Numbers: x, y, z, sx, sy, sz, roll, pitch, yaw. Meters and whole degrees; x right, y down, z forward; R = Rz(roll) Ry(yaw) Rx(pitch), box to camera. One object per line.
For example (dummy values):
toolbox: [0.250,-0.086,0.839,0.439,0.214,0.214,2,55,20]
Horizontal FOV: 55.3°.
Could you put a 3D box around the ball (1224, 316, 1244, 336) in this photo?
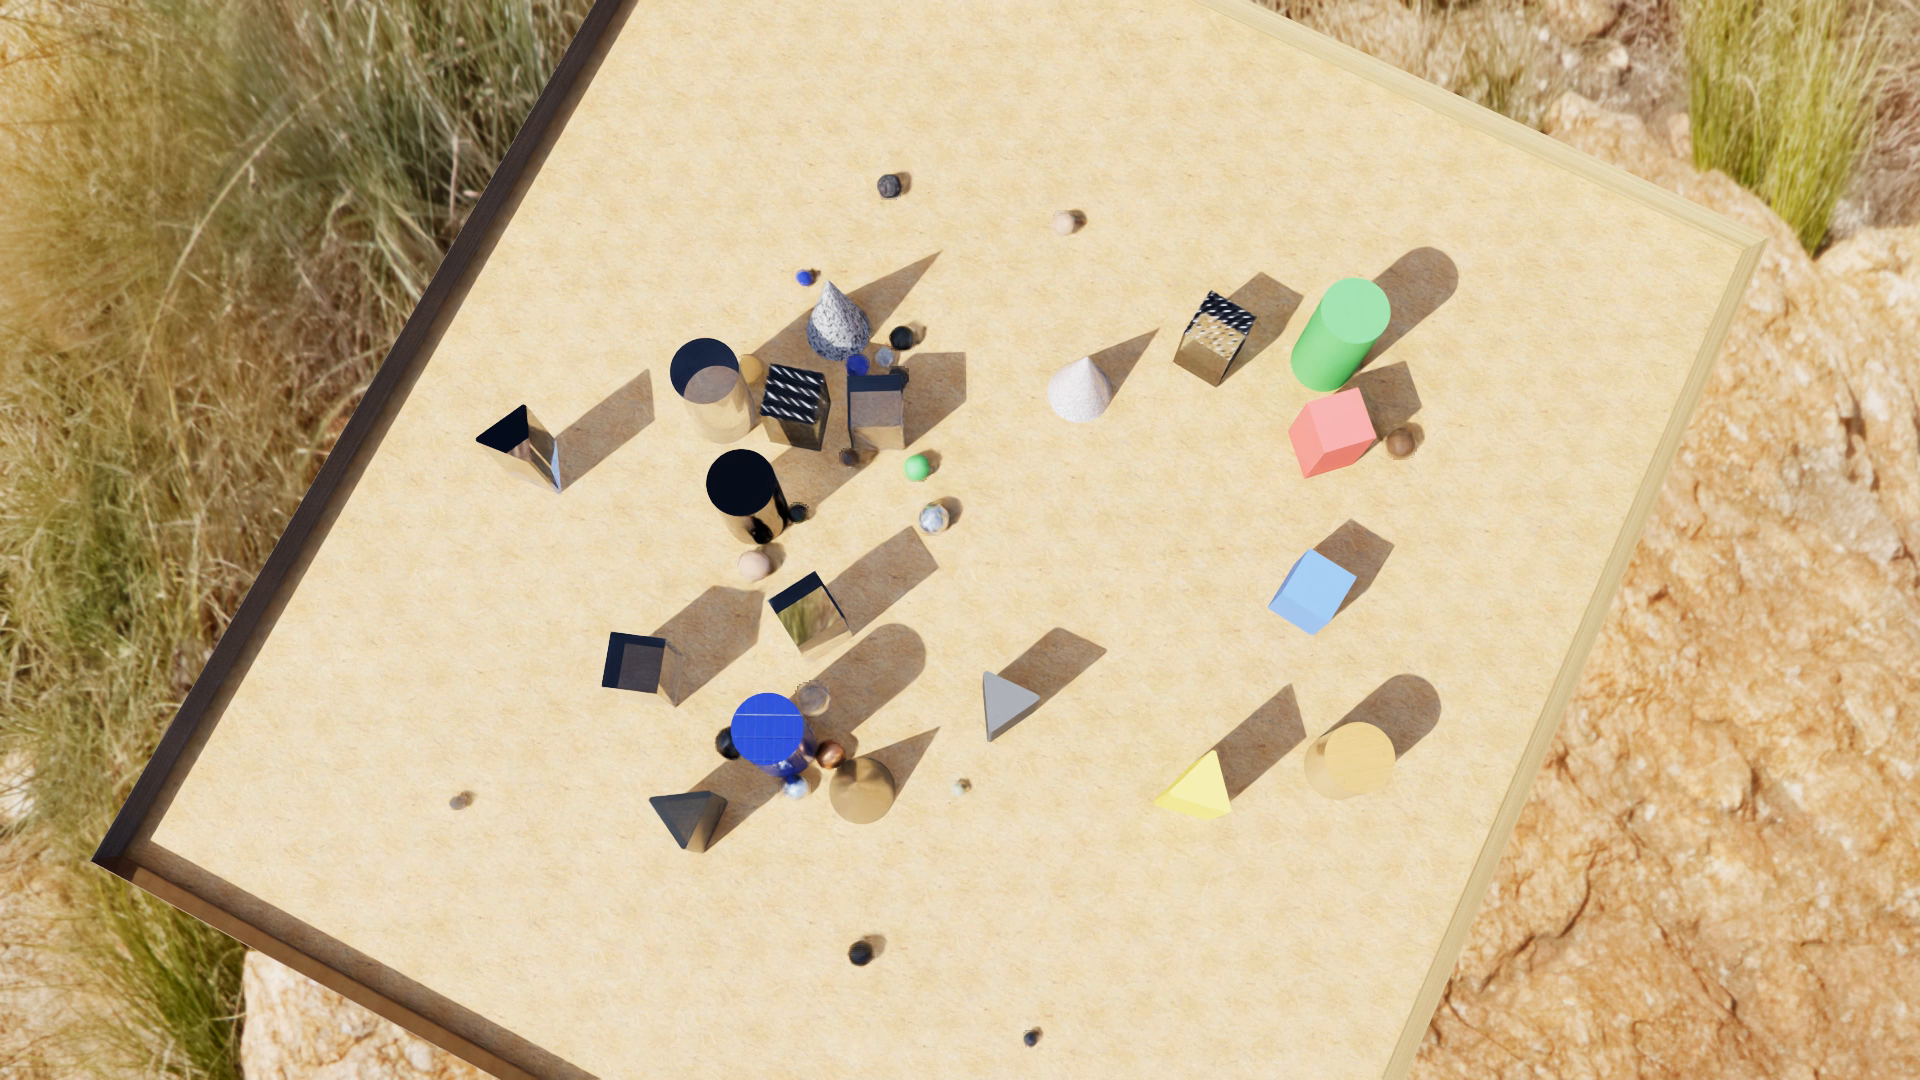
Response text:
ball: [0.854,-0.667,5.723,0.063,0.063,0.063,0,78,0]

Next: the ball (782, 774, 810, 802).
ball: [-0.486,0.735,5.424,0.080,0.080,0.080,0,78,0]

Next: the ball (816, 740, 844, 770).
ball: [-0.386,0.639,5.440,0.086,0.086,0.086,0,78,0]

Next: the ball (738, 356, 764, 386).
ball: [-0.654,-0.525,5.680,0.089,0.089,0.089,0,78,0]

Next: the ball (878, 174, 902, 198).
ball: [-0.223,-1.122,5.808,0.079,0.079,0.079,0,78,0]

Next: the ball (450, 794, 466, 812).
ball: [-1.489,0.780,5.431,0.048,0.048,0.048,0,78,0]

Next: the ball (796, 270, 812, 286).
ball: [-0.488,-0.821,5.761,0.050,0.050,0.050,0,78,0]

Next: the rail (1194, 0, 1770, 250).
rail: [0.874,-1.704,5.902,3.643,0.130,0.045,26,80,5]

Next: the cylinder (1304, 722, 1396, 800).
cylinder: [1.127,0.645,5.321,0.200,0.317,0.200,0,78,0]

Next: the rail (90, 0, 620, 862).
rail: [-1.608,-0.780,5.711,0.045,0.130,3.955,26,80,5]

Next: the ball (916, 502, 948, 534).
ball: [-0.083,-0.065,5.580,0.097,0.097,0.097,0,78,0]

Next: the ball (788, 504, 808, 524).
ball: [-0.495,-0.079,5.602,0.060,0.060,0.060,0,78,0]

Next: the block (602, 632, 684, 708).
block: [-0.924,0.383,5.360,0.160,0.347,0.160,7,78,2]

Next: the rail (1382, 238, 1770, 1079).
rail: [1.608,0.794,5.385,0.045,0.130,3.955,26,80,5]

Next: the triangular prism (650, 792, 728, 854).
triangular prism: [-0.753,0.781,5.266,0.150,0.370,0.173,-35,80,-7]

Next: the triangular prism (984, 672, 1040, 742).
triangular prism: [0.114,0.466,5.360,0.173,0.314,0.150,-34,80,-7]

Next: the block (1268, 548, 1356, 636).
block: [1.044,0.157,5.453,0.160,0.257,0.160,32,80,6]

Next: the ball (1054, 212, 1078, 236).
ball: [0.332,-0.998,5.784,0.076,0.076,0.076,0,78,0]

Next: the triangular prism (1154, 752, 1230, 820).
triangular prism: [0.681,0.695,5.257,0.173,0.423,0.150,16,79,3]

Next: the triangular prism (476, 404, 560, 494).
triangular prism: [-1.283,-0.283,5.468,0.173,0.405,0.150,22,79,4]

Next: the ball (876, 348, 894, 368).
ball: [-0.236,-0.566,5.705,0.057,0.057,0.057,0,78,0]

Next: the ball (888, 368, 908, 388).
ball: [-0.192,-0.502,5.686,0.067,0.067,0.067,0,78,0]

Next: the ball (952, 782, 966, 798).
ball: [-0.005,0.742,5.441,0.043,0.043,0.043,0,78,0]

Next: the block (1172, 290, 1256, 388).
block: [0.775,-0.611,5.595,0.160,0.289,0.160,32,80,6]

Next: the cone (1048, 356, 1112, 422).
cone: [0.372,-0.499,5.531,0.200,0.371,0.200,0,78,0]

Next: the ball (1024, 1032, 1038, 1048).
ball: [0.204,1.444,5.296,0.043,0.043,0.043,0,78,0]

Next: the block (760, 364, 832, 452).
block: [-0.495,-0.397,5.538,0.160,0.314,0.160,11,79,2]

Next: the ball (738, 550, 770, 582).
ball: [-0.624,0.077,5.551,0.098,0.098,0.098,0,78,0]

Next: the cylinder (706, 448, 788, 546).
cylinder: [-0.626,-0.123,5.434,0.200,0.408,0.200,0,78,0]

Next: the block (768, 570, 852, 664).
block: [-0.436,0.233,5.376,0.160,0.378,0.160,-32,80,-6]

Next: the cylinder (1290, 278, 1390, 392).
cylinder: [1.134,-0.609,5.493,0.200,0.490,0.200,0,78,0]

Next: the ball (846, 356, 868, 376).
ball: [-0.319,-0.538,5.692,0.071,0.071,0.071,0,78,0]

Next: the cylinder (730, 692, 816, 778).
cylinder: [-0.529,0.565,5.259,0.200,0.472,0.200,0,78,0]

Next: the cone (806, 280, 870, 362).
cone: [-0.382,-0.705,5.519,0.200,0.477,0.200,0,78,0]

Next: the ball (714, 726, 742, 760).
ball: [-0.679,0.601,5.442,0.099,0.099,0.099,0,78,0]

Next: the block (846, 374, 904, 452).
block: [-0.254,-0.383,5.554,0.160,0.278,0.160,-1,78,0]

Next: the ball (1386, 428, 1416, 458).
ball: [1.355,-0.297,5.632,0.092,0.092,0.092,0,78,0]

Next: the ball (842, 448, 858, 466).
ball: [-0.338,-0.253,5.641,0.055,0.055,0.055,0,78,0]

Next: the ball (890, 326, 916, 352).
ball: [-0.180,-0.629,5.705,0.081,0.081,0.081,0,78,0]

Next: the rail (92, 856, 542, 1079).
rail: [-0.874,1.718,5.194,3.643,0.130,0.045,26,80,5]

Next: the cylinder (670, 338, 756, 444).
cylinder: [-0.733,-0.440,5.478,0.200,0.450,0.200,0,78,0]

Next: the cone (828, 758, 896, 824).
cone: [-0.291,0.712,5.296,0.200,0.340,0.200,0,78,0]

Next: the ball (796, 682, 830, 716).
ball: [-0.432,0.470,5.392,0.100,0.100,0.100,0,78,0]

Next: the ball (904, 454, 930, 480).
ball: [-0.132,-0.223,5.622,0.080,0.080,0.080,0,78,0]

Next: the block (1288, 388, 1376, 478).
block: [1.116,-0.319,5.518,0.160,0.322,0.160,-17,79,-3]

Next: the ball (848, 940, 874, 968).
ball: [-0.288,1.204,5.328,0.077,0.077,0.077,0,78,0]
